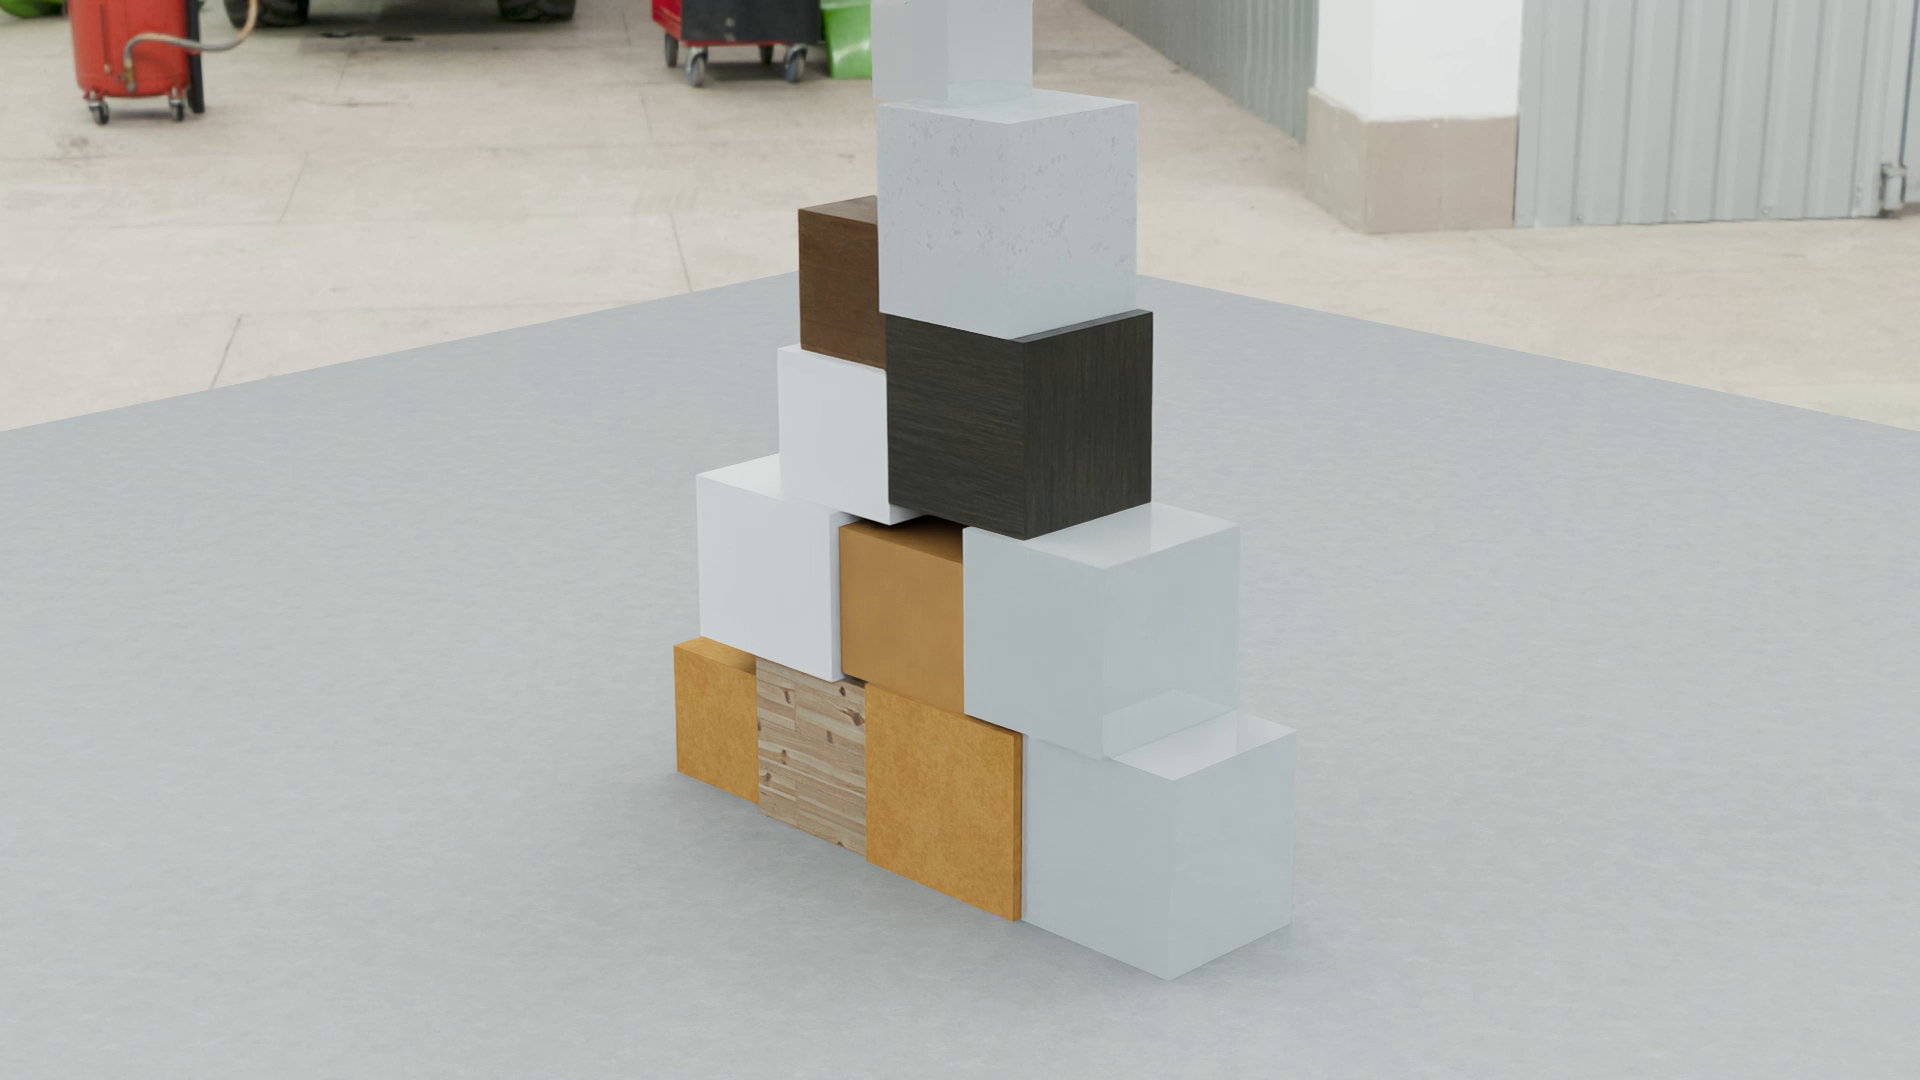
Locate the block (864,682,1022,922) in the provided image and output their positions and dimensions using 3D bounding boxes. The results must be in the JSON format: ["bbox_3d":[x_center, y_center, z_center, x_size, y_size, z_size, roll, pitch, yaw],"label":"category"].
[{"bbox_3d":[0.225,1.074,13.464,0.919,0.877,0.942,-17,24,-42],"label":"block"}]

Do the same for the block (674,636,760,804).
[{"bbox_3d":[-0.922,0.836,14.572,0.703,0.667,0.691,-17,24,-42],"label":"block"}]

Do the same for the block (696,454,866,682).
[{"bbox_3d":[-0.598,0.076,13.978,0.909,0.805,0.931,-17,24,-42],"label":"block"}]

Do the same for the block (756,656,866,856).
[{"bbox_3d":[-0.413,0.917,14.033,0.799,0.834,0.772,-17,24,-42],"label":"block"}]

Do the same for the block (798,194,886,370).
[{"bbox_3d":[-0.293,-1.181,13.269,0.613,0.646,0.617,17,24,42],"label":"block"}]

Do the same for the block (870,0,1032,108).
[{"bbox_3d":[-0.036,-2.195,12.664,0.467,0.560,0.515,16,23,43],"label":"block"}]

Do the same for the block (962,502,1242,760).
[{"bbox_3d":[0.618,0.347,12.788,0.885,0.846,0.821,-17,23,-42],"label":"block"}]

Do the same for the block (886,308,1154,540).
[{"bbox_3d":[0.261,-0.580,12.904,0.816,0.863,0.836,-17,23,-42],"label":"block"}]

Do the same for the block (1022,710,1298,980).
[{"bbox_3d":[0.867,1.253,12.839,0.817,0.911,0.864,-17,24,-42],"label":"block"}]

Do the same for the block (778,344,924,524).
[{"bbox_3d":[-0.310,-0.549,13.479,0.746,0.685,0.734,-17,24,-42],"label":"block"}]

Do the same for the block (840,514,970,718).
[{"bbox_3d":[0.038,0.273,13.386,0.830,0.700,0.826,-17,24,-42],"label":"block"}]

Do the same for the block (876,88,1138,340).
[{"bbox_3d":[0.206,-1.436,12.681,0.806,0.905,0.782,-17,23,-42],"label":"block"}]
